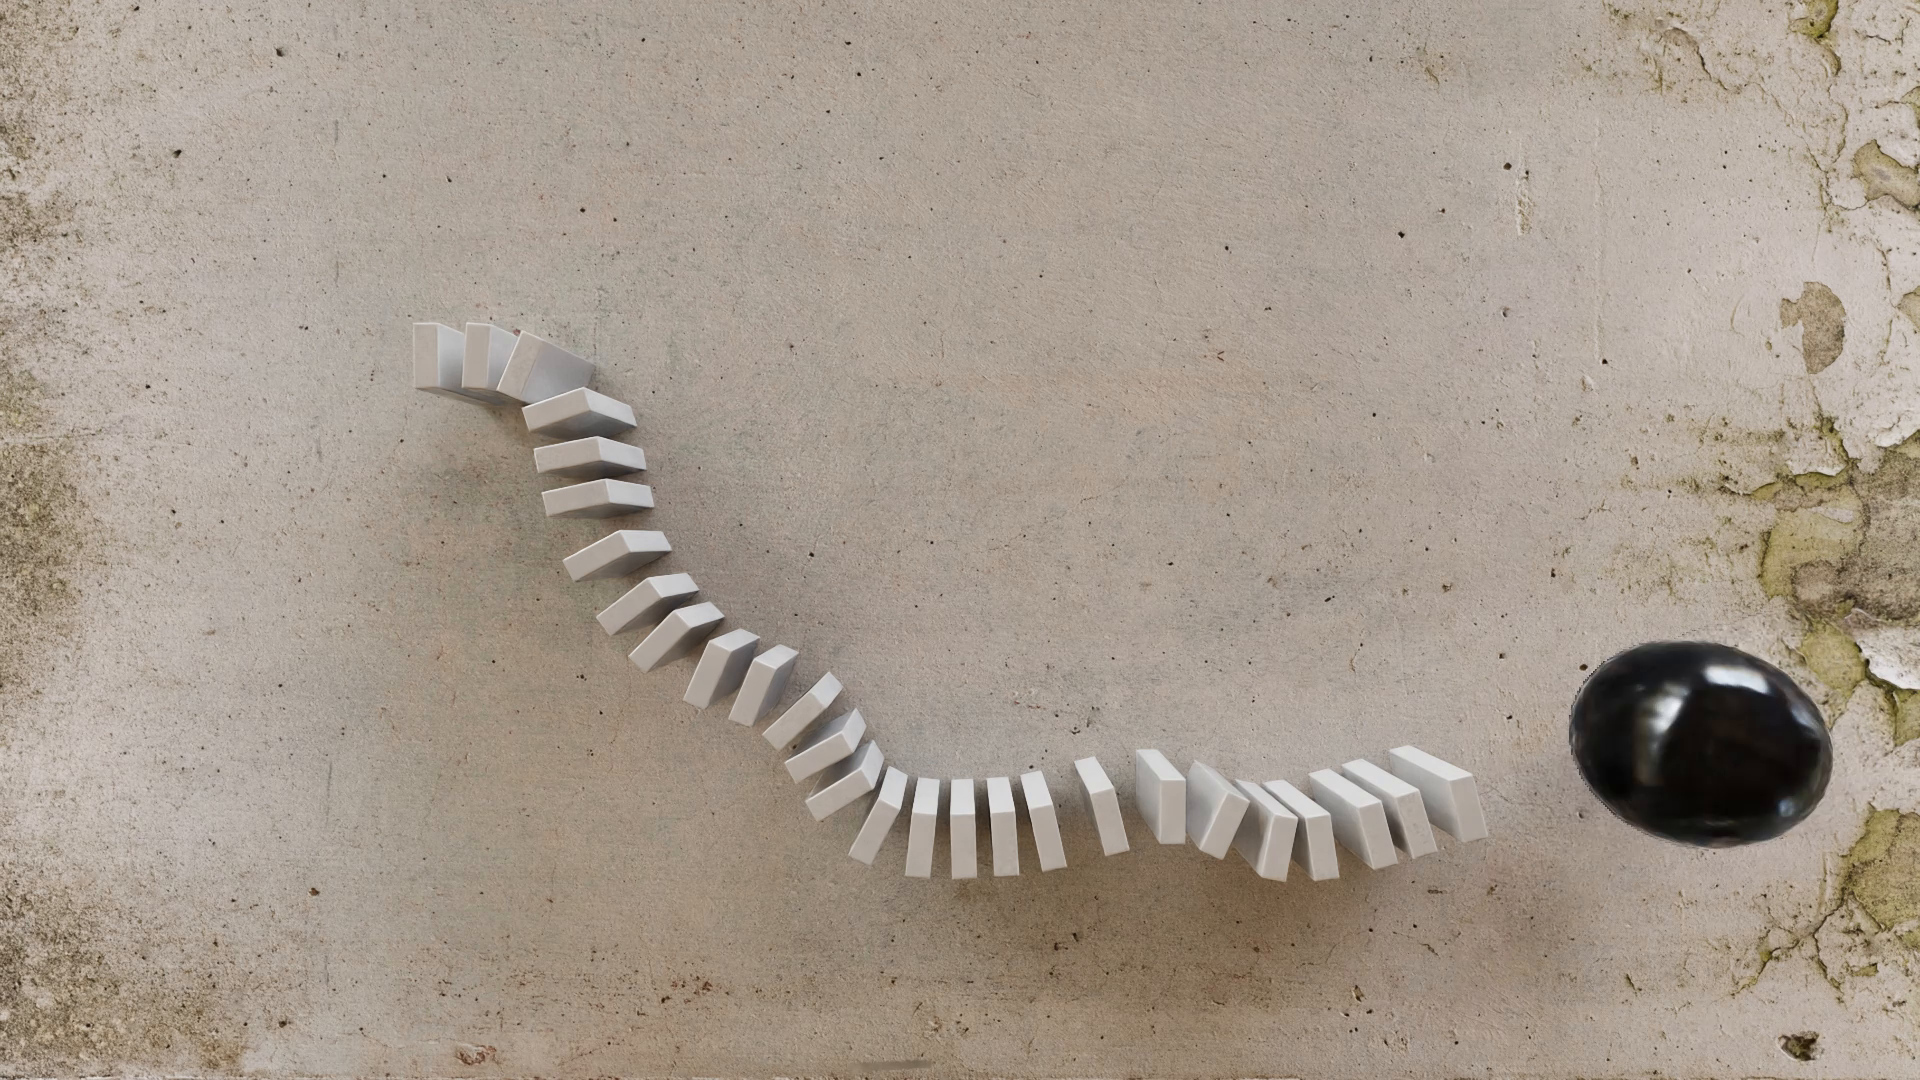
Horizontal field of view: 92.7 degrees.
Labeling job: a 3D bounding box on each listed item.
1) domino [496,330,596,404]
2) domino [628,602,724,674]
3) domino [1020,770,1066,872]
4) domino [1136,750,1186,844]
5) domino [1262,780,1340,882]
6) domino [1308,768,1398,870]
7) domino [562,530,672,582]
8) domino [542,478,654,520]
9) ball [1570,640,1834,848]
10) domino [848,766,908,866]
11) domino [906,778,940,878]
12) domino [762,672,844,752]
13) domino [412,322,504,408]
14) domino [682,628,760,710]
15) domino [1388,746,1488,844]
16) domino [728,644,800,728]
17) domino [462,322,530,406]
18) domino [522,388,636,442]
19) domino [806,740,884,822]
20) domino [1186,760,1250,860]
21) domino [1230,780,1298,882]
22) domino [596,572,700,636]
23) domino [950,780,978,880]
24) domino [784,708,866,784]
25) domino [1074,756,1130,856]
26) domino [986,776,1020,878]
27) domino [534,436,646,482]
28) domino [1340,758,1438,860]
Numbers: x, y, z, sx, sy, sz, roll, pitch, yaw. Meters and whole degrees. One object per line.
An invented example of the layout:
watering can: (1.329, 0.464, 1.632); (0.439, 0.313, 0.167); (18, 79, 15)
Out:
domino: (-0.168, -0.067, 0.375); (0.010, 0.050, 0.025); (23, 90, 0)
domino: (-0.115, 0.039, 0.375); (0.010, 0.050, 0.025); (45, 90, 0)
domino: (0.034, 0.114, 0.375); (0.009, 0.050, 0.025); (-13, 90, 0)
domino: (0.081, 0.104, 0.375); (0.010, 0.050, 0.025); (1, 90, 0)
domino: (0.138, 0.118, 0.375); (0.009, 0.050, 0.025); (-8, 90, 0)
domino: (0.160, 0.113, 0.375); (0.010, 0.050, 0.025); (-15, 90, 0)
domino: (-0.139, 0.006, 0.375); (0.025, 0.050, 0.009); (-28, 90, 0)
domino: (-0.147, -0.016, 0.375); (0.025, 0.050, 0.009); (-12, 90, 0)
ball: (0.288, 0.079, 0.360); (0.080, 0.080, 0.080); (0, 90, 0)
domino: (-0.033, 0.112, 0.375); (0.010, 0.050, 0.025); (28, 90, 0)
domino: (-0.015, 0.117, 0.375); (0.009, 0.050, 0.025); (6, 90, 0)
domino: (-0.063, 0.069, 0.375); (0.025, 0.050, 0.010); (-43, 90, 0)
domino: (-0.204, -0.070, 0.375); (0.009, 0.050, 0.025); (-1, 90, 0)
domino: (-0.097, 0.052, 0.375); (0.009, 0.050, 0.025); (24, 90, 0)
domino: (0.194, 0.103, 0.375); (0.009, 0.050, 0.025); (-14, 90, 0)
domino: (-0.079, 0.059, 0.375); (0.009, 0.050, 0.025); (23, 90, 0)
domino: (-0.185, -0.070, 0.375); (0.010, 0.050, 0.025); (4, 90, 0)
domino: (-0.154, -0.050, 0.375); (0.025, 0.050, 0.010); (-19, 90, 0)
domino: (-0.046, 0.098, 0.375); (0.025, 0.050, 0.009); (-31, 90, 0)
domino: (0.101, 0.109, 0.375); (0.010, 0.050, 0.025); (25, 90, 0)
domino: (0.122, 0.118, 0.375); (0.009, 0.050, 0.025); (11, 90, 0)
domino: (-0.126, 0.026, 0.375); (0.025, 0.050, 0.009); (-37, 90, 0)
domino: (0.001, 0.117, 0.375); (0.010, 0.050, 0.025); (-2, 90, 0)
domino: (-0.054, 0.083, 0.375); (0.025, 0.050, 0.010); (-28, 90, 0)
domino: (0.057, 0.108, 0.375); (0.009, 0.050, 0.025); (-14, 90, 0)
domino: (0.017, 0.116, 0.375); (0.009, 0.050, 0.025); (-4, 90, 0)
domino: (-0.150, -0.033, 0.375); (0.025, 0.050, 0.009); (-11, 90, 0)
domino: (0.174, 0.109, 0.375); (0.009, 0.050, 0.025); (-17, 90, 0)
